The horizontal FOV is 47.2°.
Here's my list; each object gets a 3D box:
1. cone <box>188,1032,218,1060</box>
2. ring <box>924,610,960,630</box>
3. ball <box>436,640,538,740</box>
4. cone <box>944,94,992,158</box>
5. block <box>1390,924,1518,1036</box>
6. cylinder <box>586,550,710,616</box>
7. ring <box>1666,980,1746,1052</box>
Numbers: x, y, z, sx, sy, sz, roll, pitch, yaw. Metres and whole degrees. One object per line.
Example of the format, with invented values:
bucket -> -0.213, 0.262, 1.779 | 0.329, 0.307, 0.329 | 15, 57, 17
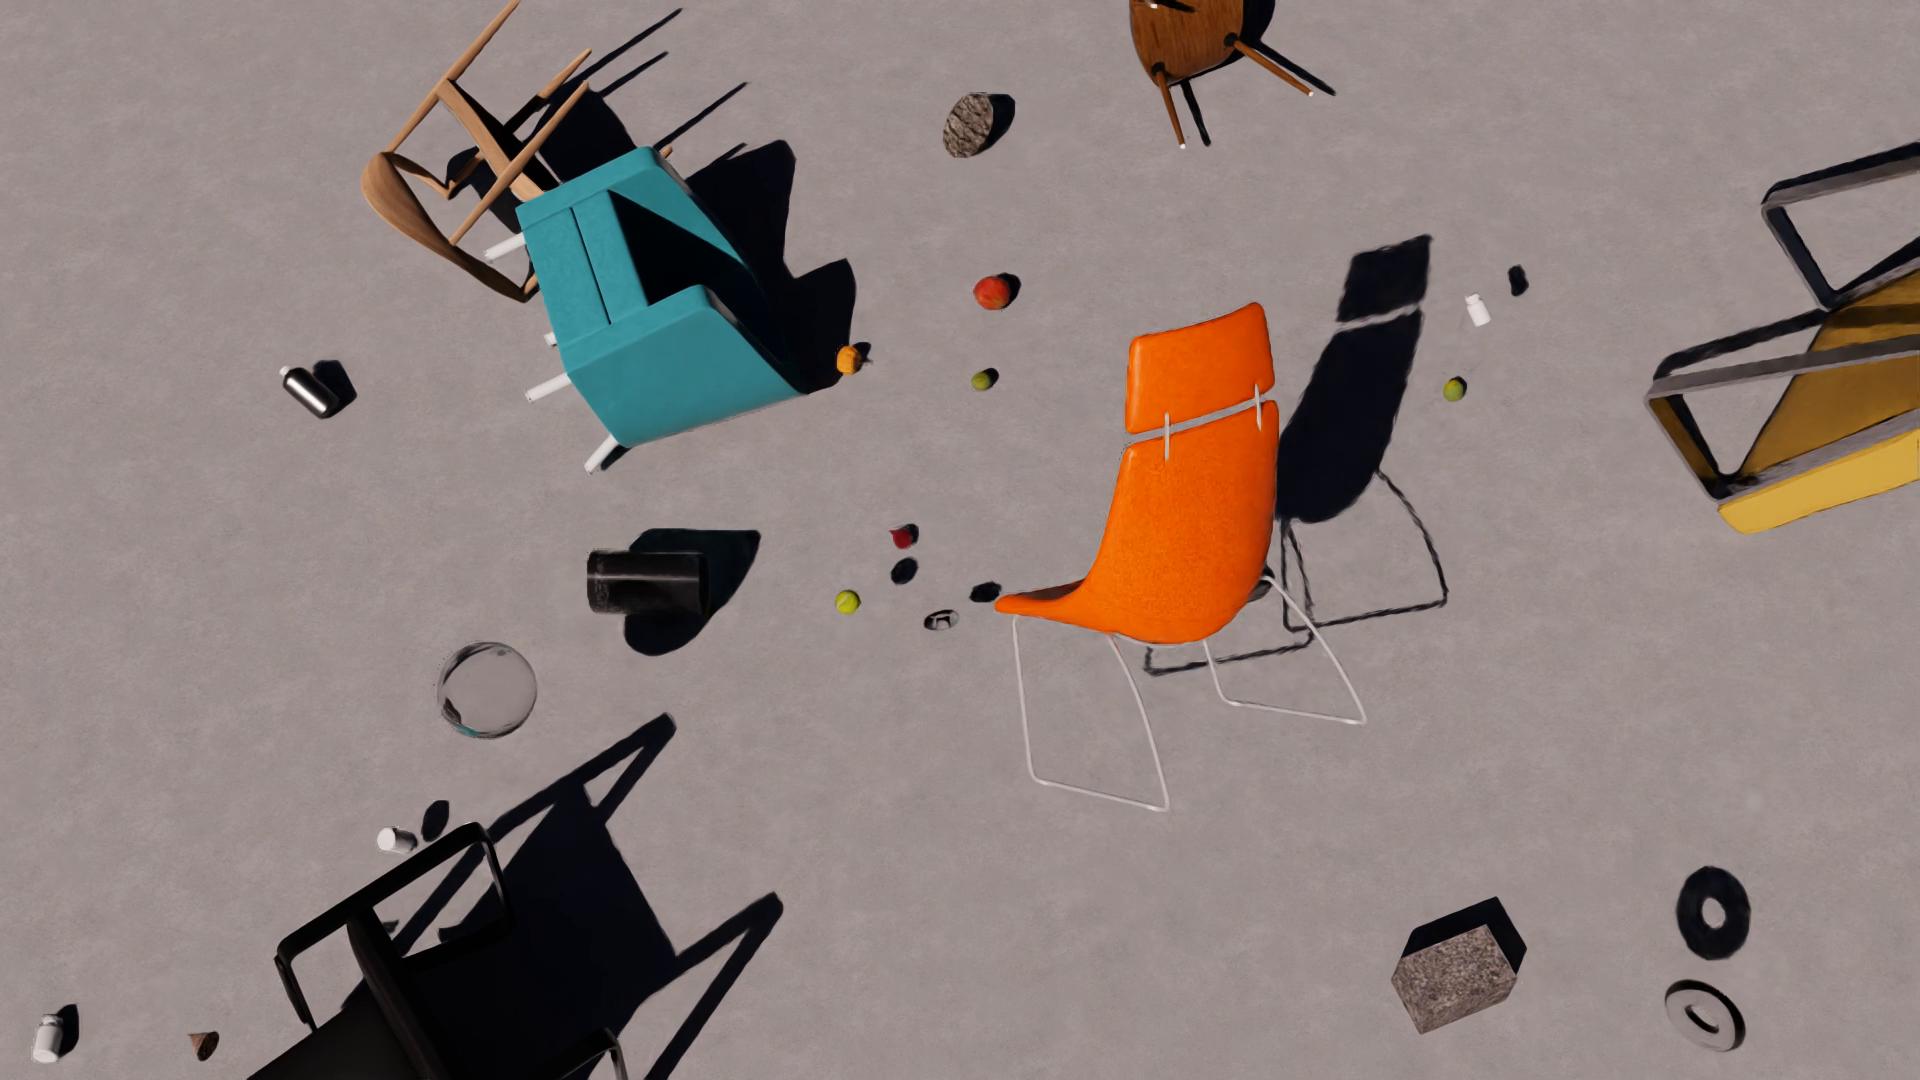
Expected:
cone -> -1.803, 1.184, 5.202 | 0.065, 0.066, 0.076 | 23, 99, 19
ring -> -0.051, 0.223, 6.132 | 0.113, 0.039, 0.049 | -12, 33, -30
ball -> -1.188, 0.377, 5.518 | 0.250, 0.250, 0.250 | 0, 56, 0
cone -> 0.065, -1.390, 7.455 | 0.121, 0.232, 0.194 | 7, 35, -51
block -> 1.283, 1.143, 5.719 | 0.255, 0.146, 0.162 | -19, 58, -12
cylinder -> -0.894, 0.125, 6.322 | 0.316, 0.263, 0.171 | 1, 71, 1
ring -> 1.779, 1.135, 5.251 | 0.049, 0.213, 0.207 | -37, 78, -29
